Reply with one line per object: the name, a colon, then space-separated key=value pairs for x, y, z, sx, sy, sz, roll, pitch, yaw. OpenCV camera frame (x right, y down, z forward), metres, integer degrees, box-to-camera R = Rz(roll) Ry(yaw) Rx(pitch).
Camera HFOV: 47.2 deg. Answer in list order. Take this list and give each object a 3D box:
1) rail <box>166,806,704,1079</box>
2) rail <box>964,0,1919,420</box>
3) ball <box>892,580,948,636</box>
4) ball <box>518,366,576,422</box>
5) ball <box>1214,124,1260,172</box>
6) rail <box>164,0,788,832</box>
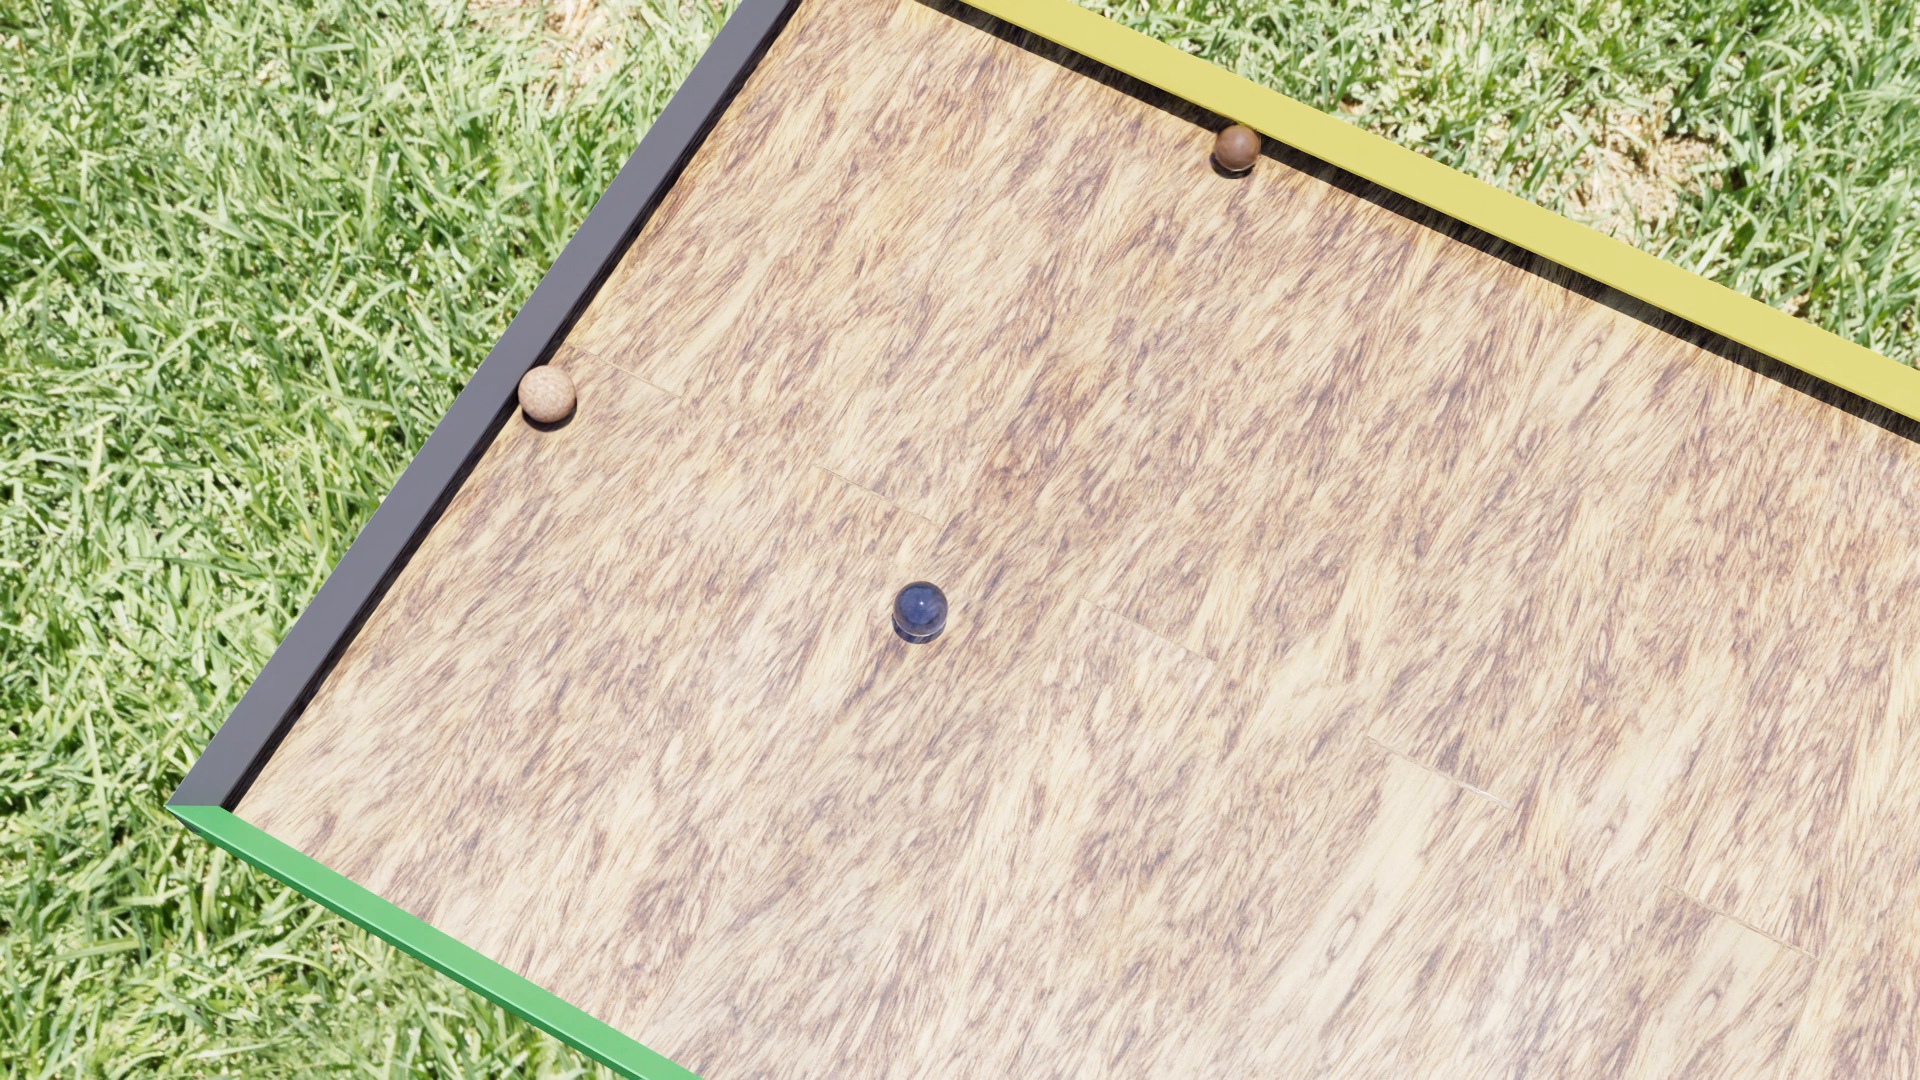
rail: x=0.266 y=1.113 z=3.015 sx=3.276 sy=0.123 sz=0.045 roll=26 pitch=68 yaw=11
rail: x=1.174 y=-0.416 z=3.703 sx=3.276 sy=0.123 sz=0.045 roll=26 pitch=68 yaw=11
ball: x=-0.062 y=0.109 z=3.486 sx=0.089 sy=0.089 sz=0.089 roll=0 pitch=66 yaw=0
ball: x=-0.684 y=-0.241 z=3.641 sx=0.094 sy=0.094 sz=0.094 roll=0 pitch=66 yaw=0
ball: x=0.485 y=-0.686 z=3.848 sx=0.081 sy=0.081 sz=0.081 roll=0 pitch=66 yaw=0
rail: x=-0.699 y=-0.352 z=3.674 sx=0.045 sy=0.123 sz=1.954 roll=26 pitch=68 yaw=11
